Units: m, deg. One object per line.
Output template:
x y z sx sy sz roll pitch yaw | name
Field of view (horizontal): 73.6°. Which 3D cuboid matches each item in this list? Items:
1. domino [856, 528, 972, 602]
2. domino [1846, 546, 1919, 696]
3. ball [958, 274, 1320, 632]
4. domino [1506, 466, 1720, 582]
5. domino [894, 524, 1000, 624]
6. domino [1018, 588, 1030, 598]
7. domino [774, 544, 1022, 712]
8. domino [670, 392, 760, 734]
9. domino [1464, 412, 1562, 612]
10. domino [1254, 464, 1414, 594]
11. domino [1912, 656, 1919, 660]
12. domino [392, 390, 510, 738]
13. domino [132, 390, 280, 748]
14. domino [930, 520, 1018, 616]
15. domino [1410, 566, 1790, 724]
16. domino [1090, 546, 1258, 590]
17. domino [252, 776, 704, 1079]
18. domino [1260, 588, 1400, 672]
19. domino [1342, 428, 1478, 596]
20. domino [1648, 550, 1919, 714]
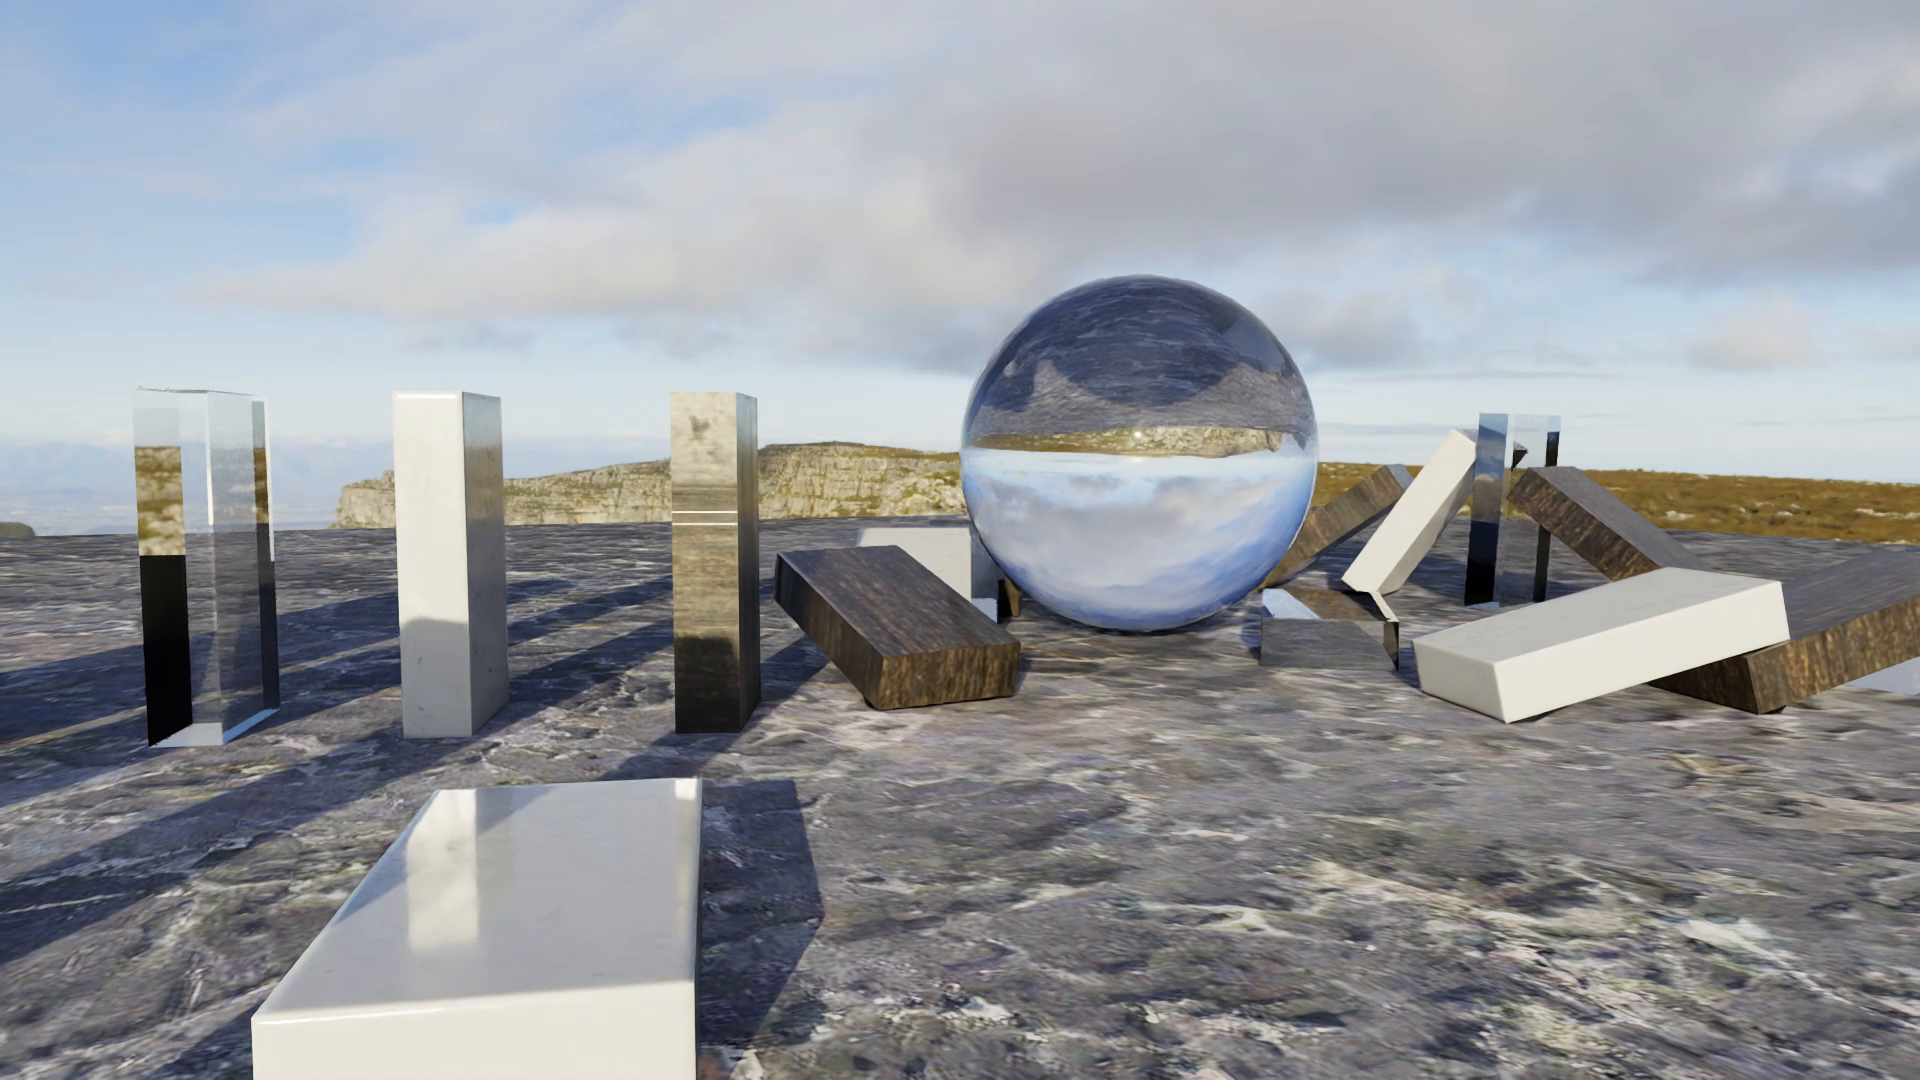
-0.010 0.011 0.268 0.025 0.010 0.050 0 21 0 | domino
0.177 0.014 0.238 0.050 0.010 0.025 -18 12 -24 | domino
0.040 -0.019 0.289 0.080 0.080 0.080 0 4 0 | ball
0.161 0.001 0.312 0.025 0.010 0.050 -4 41 -41 | domino
-0.004 0.009 0.302 0.025 0.009 0.050 0 19 0 | domino
0.017 0.009 0.380 0.025 0.010 0.050 1 4 10 | domino
-0.013 0.014 0.229 0.025 0.010 0.050 -4 20 -28 | domino
-0.038 0.003 0.199 0.009 0.050 0.025 0 4 -2 | domino
0.144 -0.008 0.334 0.025 0.050 0.010 -4 9 -41 | domino
0.105 -0.003 0.367 0.050 0.010 0.025 -38 -14 26 | domino
0.189 0.017 0.280 0.025 0.010 0.050 2 5 26 | domino
-0.077 0.003 0.196 0.010 0.050 0.025 -1 4 -7 | domino
-0.111 0.003 0.191 0.009 0.050 0.025 -1 4 -11 | domino
0.003 0.007 0.339 0.025 0.009 0.050 0 18 3 | domino
0.104 0.016 0.211 0.050 0.010 0.025 -14 6 -8 | domino
0.068 0.008 0.394 0.050 0.009 0.025 -2 5 -27 | domino
-0.033 0.030 0.101 0.025 0.009 0.050 -1 4 -11 | domino
0.076 0.018 0.266 0.025 0.010 0.050 1 4 14 | domino
0.127 -0.007 0.352 0.009 0.050 0.025 42 26 26 | domino
0.146 0.015 0.217 0.050 0.009 0.025 -17 7 -8 | domino
